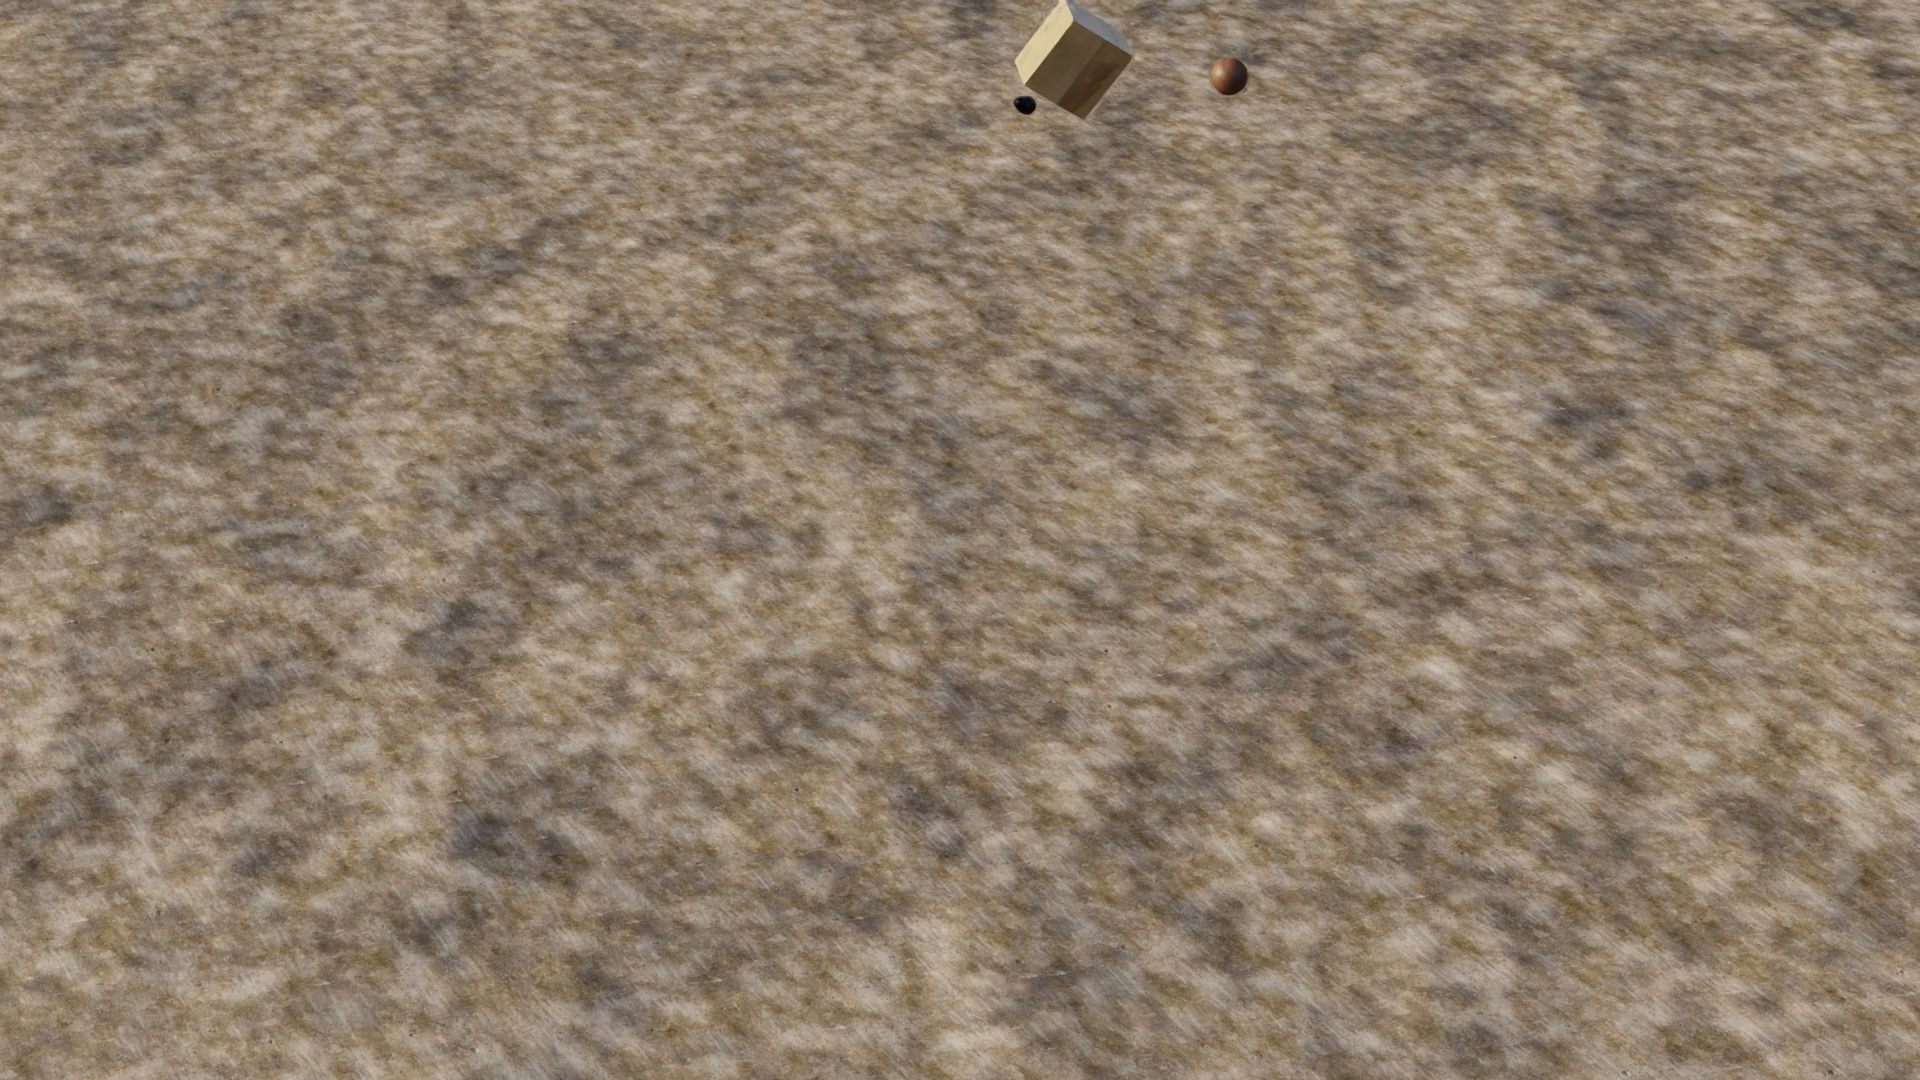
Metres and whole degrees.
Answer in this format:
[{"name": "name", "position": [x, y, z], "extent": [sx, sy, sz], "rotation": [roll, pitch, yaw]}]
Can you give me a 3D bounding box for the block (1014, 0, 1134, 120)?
[{"name": "block", "position": [0.378, -1.598, 9.734], "extent": [0.253, 0.276, 0.175], "rotation": [26, 28, -27]}]
